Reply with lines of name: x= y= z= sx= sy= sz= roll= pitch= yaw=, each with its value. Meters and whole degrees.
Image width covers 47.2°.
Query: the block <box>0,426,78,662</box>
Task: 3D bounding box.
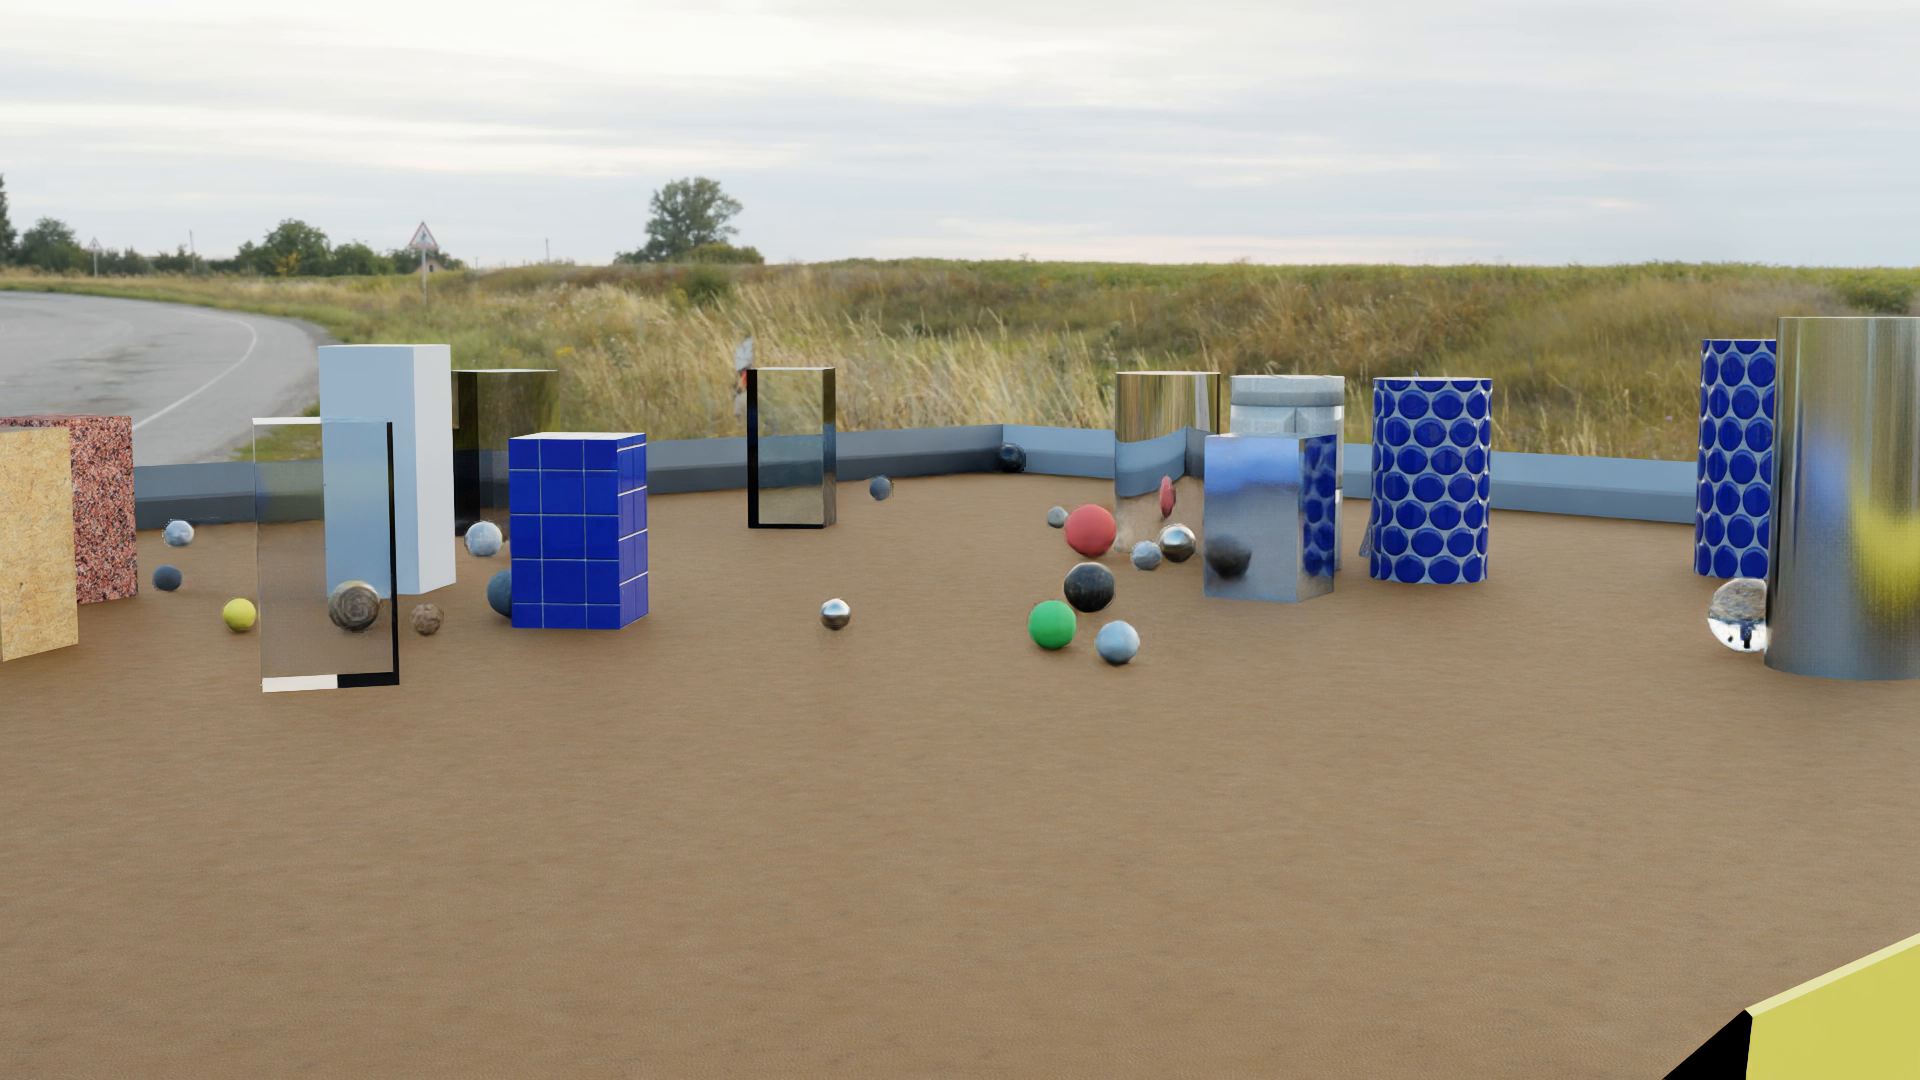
block: x=-1.272 y=0.001 z=2.868 sx=0.155 sy=0.289 sz=0.155 roll=1 pitch=6 yaw=13

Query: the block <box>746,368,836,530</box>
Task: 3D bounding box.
block: x=-0.346 y=-0.192 z=4.533 sx=0.155 sy=0.323 sz=0.155 roll=1 pitch=6 yaw=7

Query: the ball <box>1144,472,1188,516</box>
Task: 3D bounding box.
ball: x=0.446 y=-0.099 z=4.751 sx=0.094 sy=0.094 sz=0.094 roll=0 pitch=6 yaw=0

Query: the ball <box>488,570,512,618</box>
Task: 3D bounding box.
ball: x=-0.650 y=0.077 z=3.189 sx=0.069 sy=0.069 sz=0.069 roll=0 pitch=6 yaw=0

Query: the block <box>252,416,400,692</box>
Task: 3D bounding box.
block: x=-0.764 y=0.012 z=2.646 sx=0.155 sy=0.313 sz=0.155 roll=-2 pitch=6 yaw=-18

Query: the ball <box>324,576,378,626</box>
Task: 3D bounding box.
ball: x=-0.857 y=0.085 z=3.098 sx=0.072 sy=0.072 sz=0.072 roll=0 pitch=6 yaw=0

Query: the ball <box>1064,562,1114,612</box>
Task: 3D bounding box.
ball: x=0.190 y=0.070 z=3.236 sx=0.075 sy=0.075 sz=0.075 roll=0 pitch=6 yaw=0

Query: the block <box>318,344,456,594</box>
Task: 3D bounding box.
block: x=-0.912 y=-0.116 z=3.510 sx=0.155 sy=0.387 sz=0.155 roll=1 pitch=6 yaw=8

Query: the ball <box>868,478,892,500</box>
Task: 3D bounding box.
ball: x=-0.185 y=-0.119 z=5.134 sx=0.054 sy=0.054 sz=0.054 roll=0 pitch=6 yaw=0

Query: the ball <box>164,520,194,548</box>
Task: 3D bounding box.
ball: x=-1.464 y=-0.012 z=4.124 sx=0.051 sy=0.051 sz=0.051 roll=0 pitch=6 yaw=0

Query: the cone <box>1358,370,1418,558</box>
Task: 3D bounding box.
cone: x=0.821 y=-0.140 z=3.971 sx=0.194 sy=0.338 sz=0.194 roll=0 pitch=6 yaw=0

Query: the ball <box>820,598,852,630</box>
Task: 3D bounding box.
ball: x=-0.173 y=0.104 z=3.058 sx=0.044 sy=0.044 sz=0.044 roll=0 pitch=6 yaw=0

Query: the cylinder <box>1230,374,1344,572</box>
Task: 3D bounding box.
cylinder: x=0.560 y=-0.116 z=3.781 sx=0.194 sy=0.330 sz=0.194 roll=0 pitch=6 yaw=0

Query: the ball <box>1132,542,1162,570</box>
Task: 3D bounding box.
ball: x=0.320 y=0.028 z=3.753 sx=0.050 sy=0.050 sz=0.050 roll=0 pitch=6 yaw=0

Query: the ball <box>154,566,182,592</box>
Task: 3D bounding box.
ball: x=-1.252 y=0.061 z=3.476 sx=0.042 sy=0.042 sz=0.042 roll=0 pitch=6 yaw=0

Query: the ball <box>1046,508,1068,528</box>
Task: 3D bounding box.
ball: x=0.199 y=-0.045 z=4.478 sx=0.044 sy=0.044 sz=0.044 roll=0 pitch=6 yaw=0

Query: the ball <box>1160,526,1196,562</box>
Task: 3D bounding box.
ball: x=0.384 y=0.007 z=3.877 sx=0.065 sy=0.065 sz=0.065 roll=0 pitch=6 yaw=0

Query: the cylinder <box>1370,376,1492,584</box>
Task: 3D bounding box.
cylinder: x=0.782 y=-0.103 z=3.656 sx=0.194 sy=0.330 sz=0.194 roll=0 pitch=6 yaw=0

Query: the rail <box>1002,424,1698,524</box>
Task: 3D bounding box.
rail: x=1.434 y=-0.105 z=4.648 sx=0.045 sy=0.126 sz=3.926 roll=-6 pitch=8 yaw=-42

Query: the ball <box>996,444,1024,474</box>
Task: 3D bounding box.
ball: x=0.135 y=-0.219 z=5.969 sx=0.078 sy=0.078 sz=0.078 roll=0 pitch=6 yaw=0

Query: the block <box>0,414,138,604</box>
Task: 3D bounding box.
block: x=-1.385 y=-0.049 z=3.380 sx=0.155 sy=0.280 sz=0.155 roll=3 pitch=7 yaw=25

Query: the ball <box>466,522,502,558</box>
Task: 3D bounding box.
ball: x=-0.855 y=-0.001 z=3.954 sx=0.065 sy=0.065 sz=0.065 roll=0 pitch=6 yaw=0

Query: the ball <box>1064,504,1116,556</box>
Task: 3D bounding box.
ball: x=0.236 y=-0.017 z=3.970 sx=0.093 sy=0.093 sz=0.093 roll=0 pitch=6 yaw=0

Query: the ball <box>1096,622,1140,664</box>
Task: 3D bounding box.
ball: x=0.199 y=0.129 z=2.769 sx=0.054 sy=0.054 sz=0.054 roll=0 pitch=6 yaw=0

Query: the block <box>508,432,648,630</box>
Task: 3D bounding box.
block: x=-0.542 y=-0.016 z=3.139 sx=0.155 sy=0.265 sz=0.155 roll=1 pitch=6 yaw=7

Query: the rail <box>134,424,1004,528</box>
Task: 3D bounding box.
rail: x=-1.315 y=-0.116 z=4.750 sx=3.949 sy=0.126 sz=0.045 roll=-6 pitch=8 yaw=-42

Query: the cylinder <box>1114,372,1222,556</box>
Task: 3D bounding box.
cylinder: x=0.382 y=-0.144 z=4.057 sx=0.194 sy=0.328 sz=0.194 roll=0 pitch=6 yaw=0

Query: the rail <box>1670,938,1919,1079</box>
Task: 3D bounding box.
rail: x=1.315 y=0.182 z=1.914 sx=3.949 sy=0.126 sz=0.045 roll=-6 pitch=8 yaw=-42

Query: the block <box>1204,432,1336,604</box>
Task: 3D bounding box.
block: x=0.484 y=-0.039 z=3.433 sx=0.155 sy=0.250 sz=0.155 roll=4 pitch=7 yaw=31

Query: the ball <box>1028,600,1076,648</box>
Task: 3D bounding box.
ball: x=0.121 y=0.111 z=2.893 sx=0.064 sy=0.064 sz=0.064 roll=0 pitch=6 yaw=0

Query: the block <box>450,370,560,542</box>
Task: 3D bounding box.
block: x=-0.890 y=-0.168 z=4.301 sx=0.155 sy=0.325 sz=0.155 roll=-6 pitch=8 yaw=-44

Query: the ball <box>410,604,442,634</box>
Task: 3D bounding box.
ball: x=-0.733 y=0.108 z=3.022 sx=0.042 sy=0.042 sz=0.042 roll=0 pitch=6 yaw=0

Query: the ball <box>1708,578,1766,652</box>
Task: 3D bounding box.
ball: x=1.026 y=0.097 z=2.865 sx=0.097 sy=0.097 sz=0.097 roll=0 pitch=6 yaw=0

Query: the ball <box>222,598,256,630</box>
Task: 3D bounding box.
ball: x=-1.002 y=0.103 z=3.060 sx=0.044 sy=0.044 sz=0.044 roll=0 pitch=6 yaw=0

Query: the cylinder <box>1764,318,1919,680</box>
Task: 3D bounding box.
cylinder: x=1.105 y=-0.057 z=2.720 sx=0.194 sy=0.434 sz=0.194 roll=0 pitch=6 yaw=0

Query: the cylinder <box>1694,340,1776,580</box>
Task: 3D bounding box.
cylinder: x=1.341 y=-0.139 z=3.694 sx=0.194 sy=0.393 sz=0.194 roll=0 pitch=6 yaw=0

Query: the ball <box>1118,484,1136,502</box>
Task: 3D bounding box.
ball: x=0.388 y=-0.110 z=5.113 sx=0.040 sy=0.040 sz=0.040 roll=0 pitch=6 yaw=0
